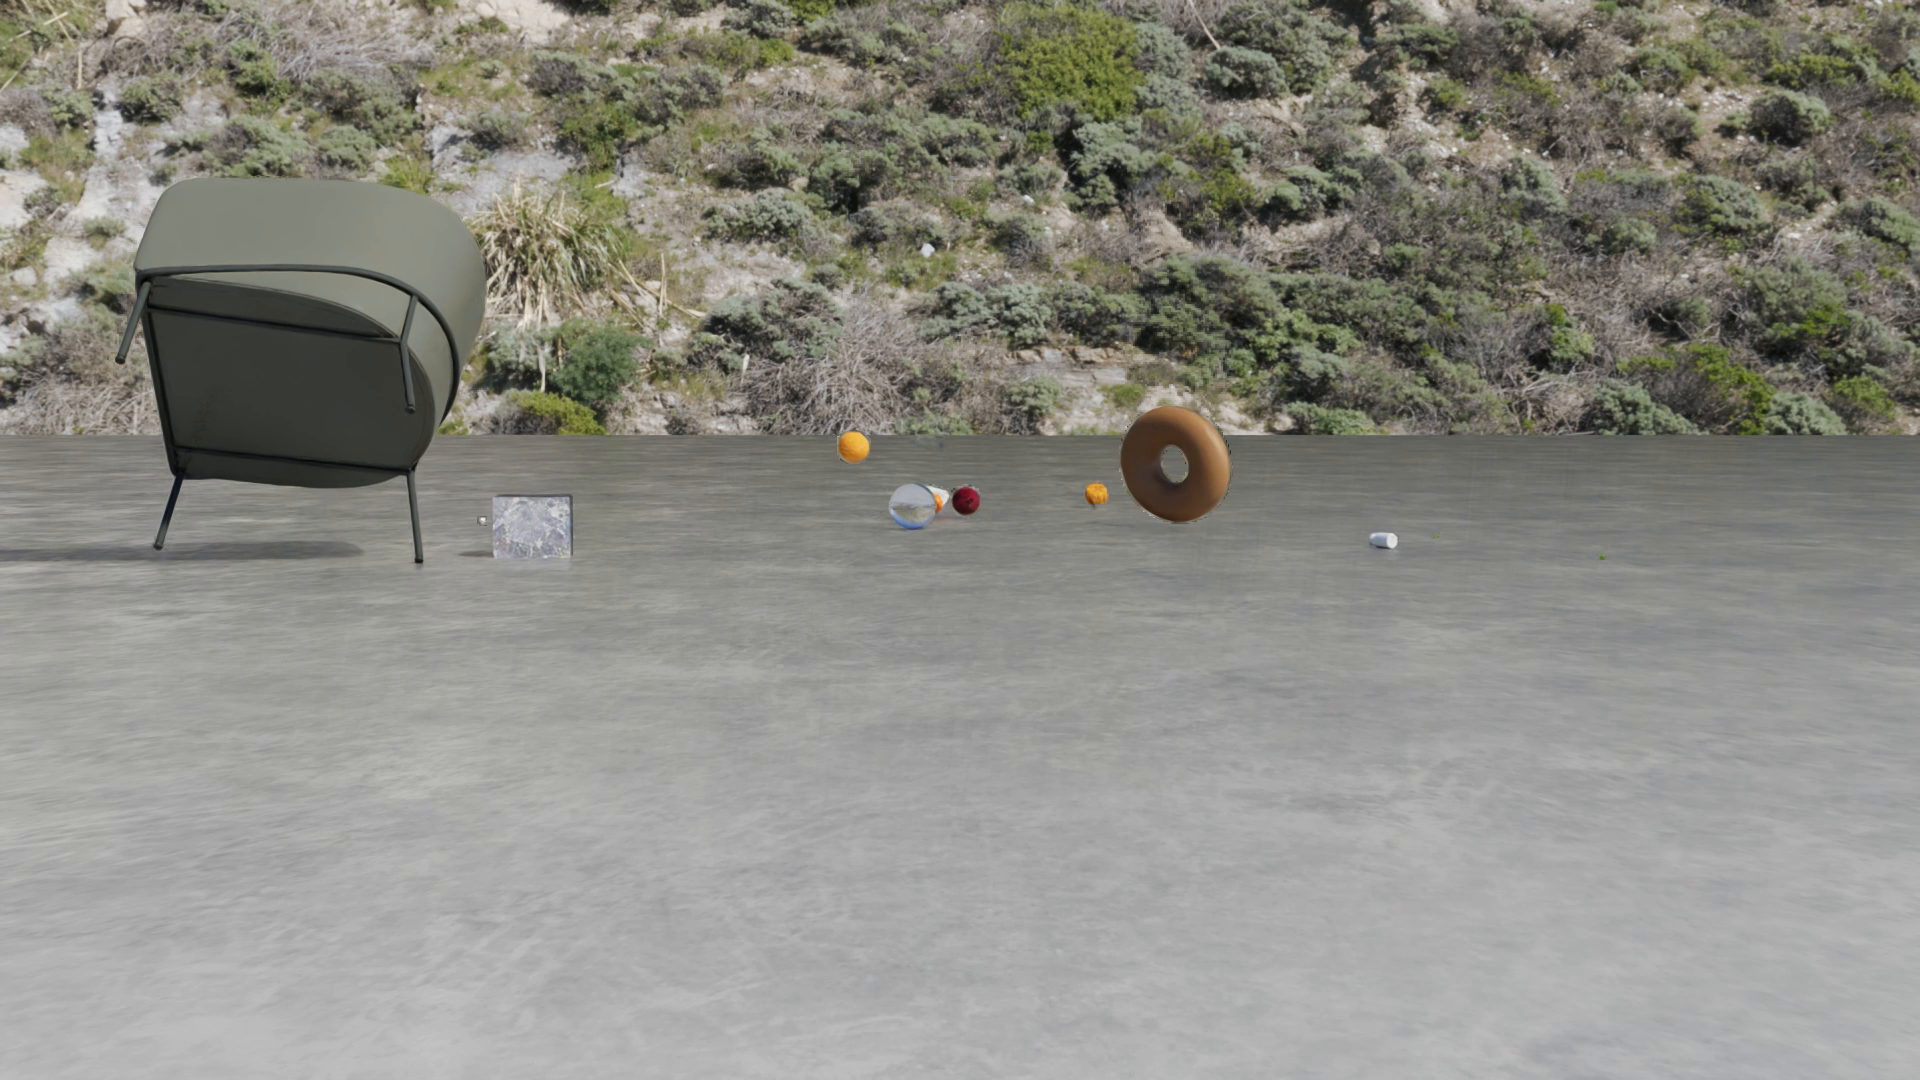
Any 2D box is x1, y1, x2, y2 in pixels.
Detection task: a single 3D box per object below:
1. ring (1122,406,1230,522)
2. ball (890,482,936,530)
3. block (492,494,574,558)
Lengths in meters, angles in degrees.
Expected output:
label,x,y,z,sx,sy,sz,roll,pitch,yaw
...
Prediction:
label,x,y,z,sx,sy,sz,roll,pitch,yaw
ring,0.691,-0.245,7.081,0.105,0.373,0.441,-10,14,-42
ball,-0.151,-0.108,7.020,0.150,0.150,0.150,0,4,0
block,-1.148,-0.039,5.925,0.200,0.162,0.193,-1,4,-7
